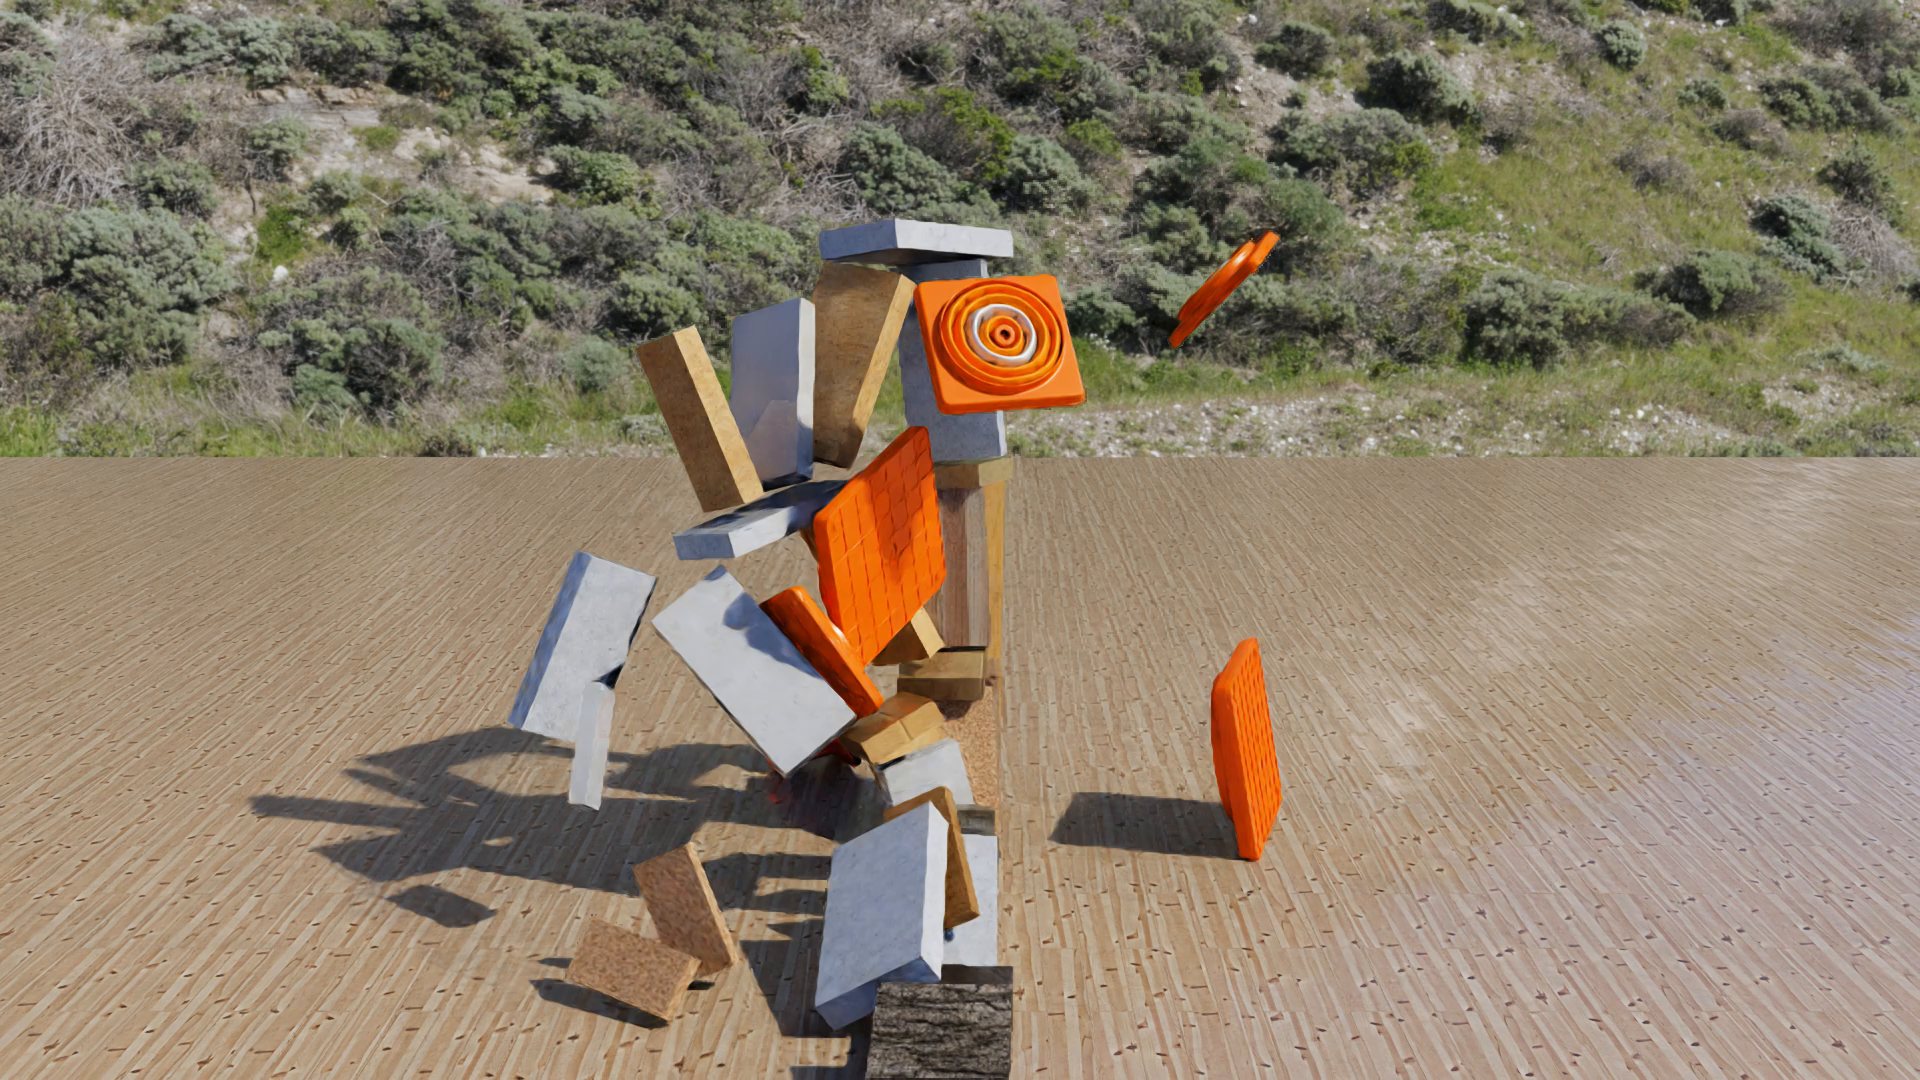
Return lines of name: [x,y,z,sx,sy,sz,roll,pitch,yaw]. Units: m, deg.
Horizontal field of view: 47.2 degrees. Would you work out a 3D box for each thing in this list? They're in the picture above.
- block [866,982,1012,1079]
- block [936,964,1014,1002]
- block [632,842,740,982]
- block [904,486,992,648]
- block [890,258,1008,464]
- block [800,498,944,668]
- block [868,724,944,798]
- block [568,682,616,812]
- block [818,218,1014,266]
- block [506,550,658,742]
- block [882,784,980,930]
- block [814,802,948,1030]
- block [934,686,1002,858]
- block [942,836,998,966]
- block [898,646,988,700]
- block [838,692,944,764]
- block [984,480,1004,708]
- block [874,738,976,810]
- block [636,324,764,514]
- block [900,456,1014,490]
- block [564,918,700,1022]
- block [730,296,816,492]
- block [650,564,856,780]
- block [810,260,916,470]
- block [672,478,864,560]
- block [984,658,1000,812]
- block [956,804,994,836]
block: [-0.028,0.687,2.768,0.178,0.050,0.355,1,25,3]
block: [-0.019,0.685,3.016,0.178,0.050,0.415,0,11,2]
block: [-0.408,0.556,3.267,0.095,0.190,0.027,-23,-4,15]
block: [-0.022,0.049,3.965,0.143,0.286,0.041,-3,6,0]
block: [-0.021,-0.330,4.067,0.173,0.363,0.049,-4,8,15]
block: [-0.159,0.079,3.890,0.150,0.301,0.043,-13,21,46]
block: [-0.058,0.430,3.713,0.133,0.266,0.038,-33,20,-31]
block: [-0.578,0.326,3.456,0.027,0.190,0.095,5,-13,6]
block: [-0.075,-0.534,3.985,0.173,0.049,0.347,-4,1,37]
block: [-0.624,0.180,3.642,0.043,0.304,0.152,22,0,41]
block: [-0.044,0.491,3.348,0.107,0.214,0.030,-25,-36,15]
block: [-0.110,0.541,3.201,0.178,0.050,0.356,-28,25,16]
block: [-0.011,0.411,3.876,0.151,0.301,0.043,-3,-25,0]
block: [0.004,0.556,3.351,0.107,0.214,0.030,0,-30,2]
block: [-0.027,0.209,4.009,0.151,0.043,0.301,-1,21,4]
block: [-0.117,0.302,3.571,0.133,0.038,0.266,-31,5,-11]
block: [0.008,0.195,4.174,0.143,0.630,0.041,1,-13,3]
block: [-0.036,0.466,3.533,0.133,0.266,0.038,-20,15,-22]
block: [-0.439,-0.201,3.705,0.043,0.304,0.152,-27,9,-32]
block: [-0.003,-0.124,4.061,0.143,0.041,0.286,-2,4,14]
block: [-0.474,0.620,3.178,0.190,0.095,0.027,14,-20,32]
block: [-0.327,-0.248,3.814,0.152,0.327,0.043,-13,-23,32]
block: [-0.337,0.214,3.587,0.150,0.341,0.043,-39,-13,-15]
block: [-0.213,-0.307,3.842,0.173,0.346,0.049,15,-8,34]
block: [-0.323,-0.036,3.738,0.150,0.043,0.301,-2,17,46]
block: [-0.002,0.371,4.040,0.151,0.301,0.043,0,-12,0]
block: [0.000,0.523,3.440,0.107,0.214,0.030,0,8,2]
